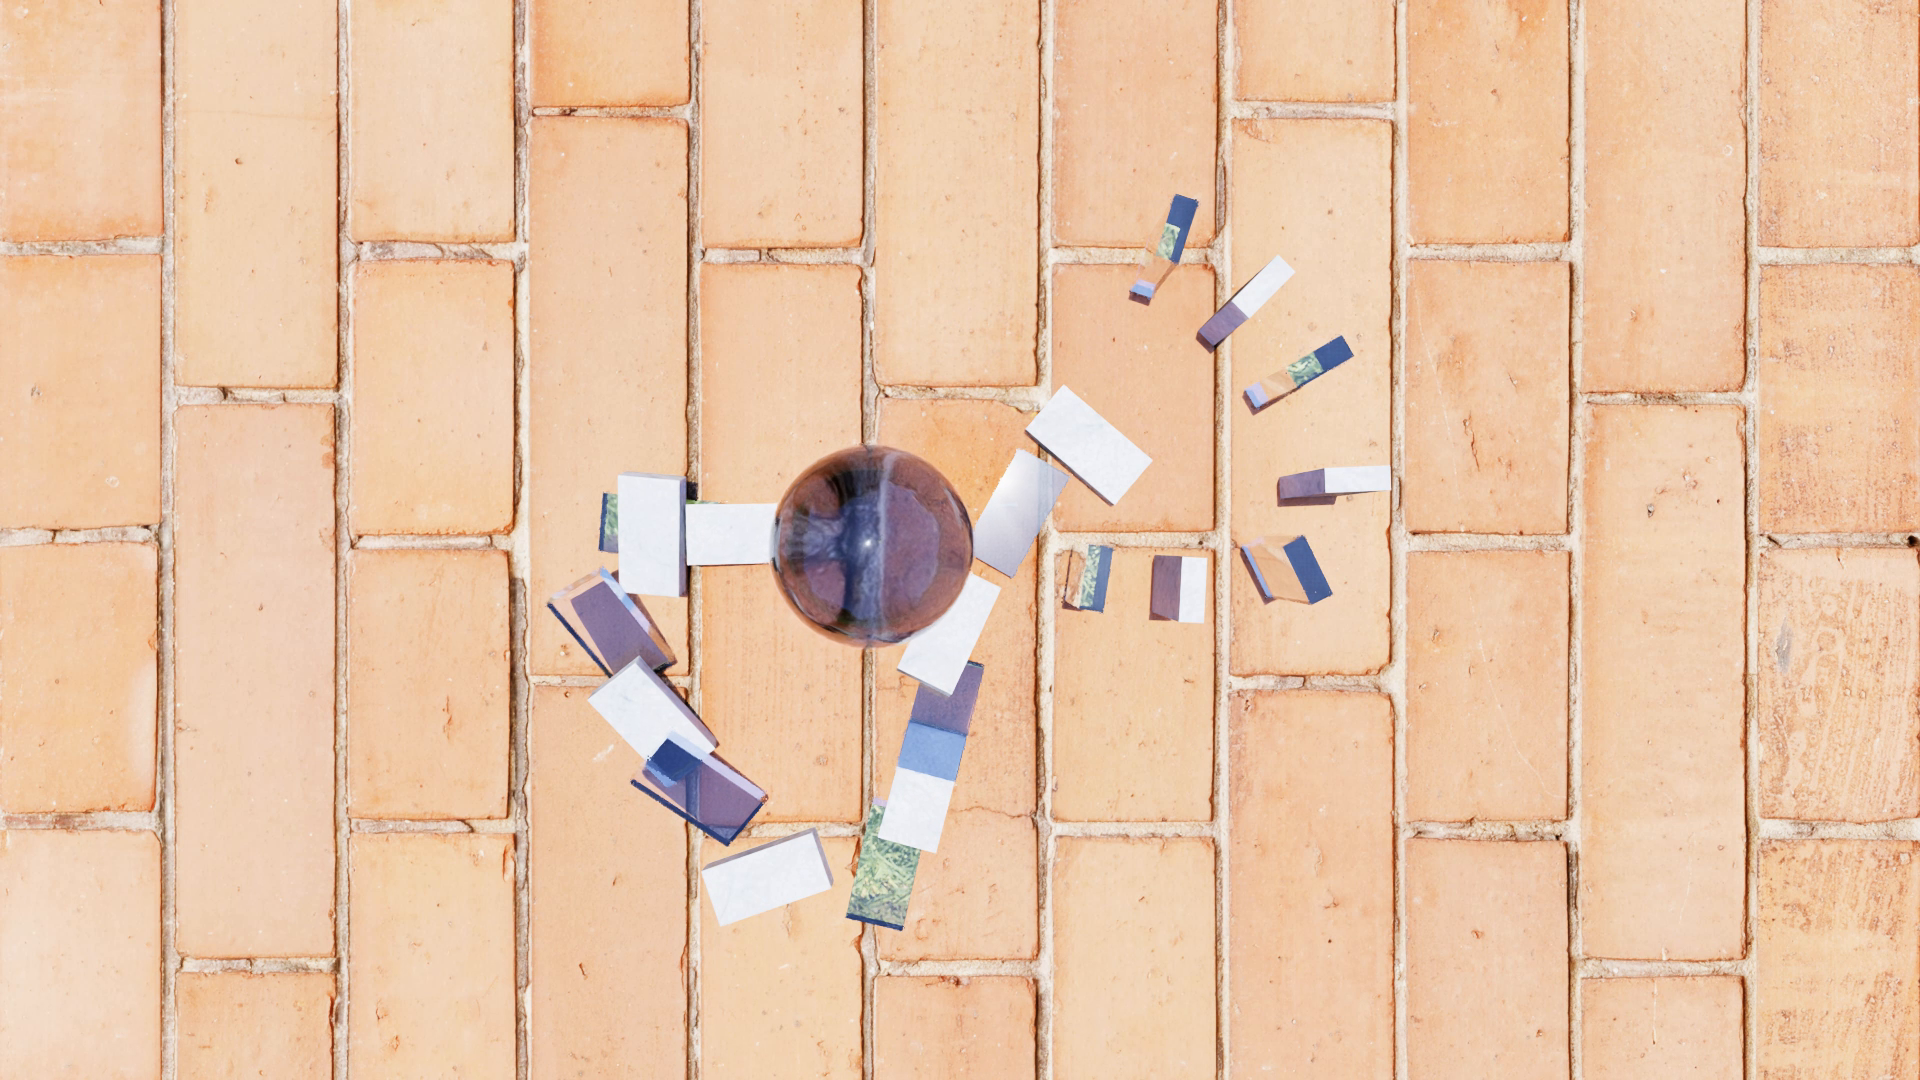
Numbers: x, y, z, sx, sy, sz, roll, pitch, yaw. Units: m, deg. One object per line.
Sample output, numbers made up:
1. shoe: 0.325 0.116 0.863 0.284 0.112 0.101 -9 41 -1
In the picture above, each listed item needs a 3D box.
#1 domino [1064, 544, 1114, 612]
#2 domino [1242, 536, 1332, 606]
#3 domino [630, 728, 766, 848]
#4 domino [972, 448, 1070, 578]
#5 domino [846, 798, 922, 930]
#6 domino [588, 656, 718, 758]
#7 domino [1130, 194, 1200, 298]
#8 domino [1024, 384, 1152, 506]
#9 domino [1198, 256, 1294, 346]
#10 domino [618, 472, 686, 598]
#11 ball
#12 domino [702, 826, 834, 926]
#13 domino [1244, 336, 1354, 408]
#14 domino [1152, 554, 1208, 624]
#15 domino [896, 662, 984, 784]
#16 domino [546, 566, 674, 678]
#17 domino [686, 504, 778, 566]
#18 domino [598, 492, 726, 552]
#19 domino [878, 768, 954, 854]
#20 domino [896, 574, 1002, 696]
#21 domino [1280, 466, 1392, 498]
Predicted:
1. domino: 0.052 0.015 0.375 0.009 0.050 0.025 9 90 0
2. domino: 0.133 0.012 0.375 0.009 0.050 0.025 -26 90 0
3. domino: -0.111 0.105 0.388 0.050 0.010 0.025 40 93 -15
4. domino: 0.024 -0.012 0.395 0.025 0.010 0.050 30 90 0
5. domino: -0.031 0.140 0.395 0.025 0.010 0.050 13 90 0
6. domino: -0.130 0.077 0.389 0.025 0.010 0.050 -38 105 0
7. domino: 0.083 -0.119 0.375 0.010 0.050 0.025 18 90 0
8. domino: 0.055 -0.041 0.395 0.050 0.010 0.025 40 90 0
9. domino: 0.116 -0.097 0.375 0.010 0.050 0.025 45 90 0
10. domino: -0.129 -0.002 0.383 0.025 0.009 0.050 5 105 0
11. ball: -0.035 0.003 0.360 0.080 0.080 0.080 0 90 0
12. domino: -0.083 0.145 0.395 0.050 0.009 0.025 -19 90 0
13. domino: 0.138 -0.068 0.375 0.025 0.050 0.009 -30 90 0
14. domino: 0.089 0.019 0.375 0.009 0.050 0.025 3 90 0
15. domino: -0.008 0.075 0.388 0.025 0.010 0.050 15 71 0
16. domino: -0.146 0.038 0.385 0.025 0.010 0.050 -30 115 0
17. domino: -0.090 -0.003 0.389 0.050 0.010 0.025 -1 91 -14
18. domino: -0.128 -0.006 0.395 0.050 0.009 0.025 5 90 0
19. domino: -0.016 0.104 0.389 0.025 0.010 0.050 15 75 0
20. domino: -0.005 0.038 0.388 0.025 0.009 0.050 26 73 0
21. domino: 0.152 -0.023 0.375 0.025 0.050 0.009 -2 90 0
